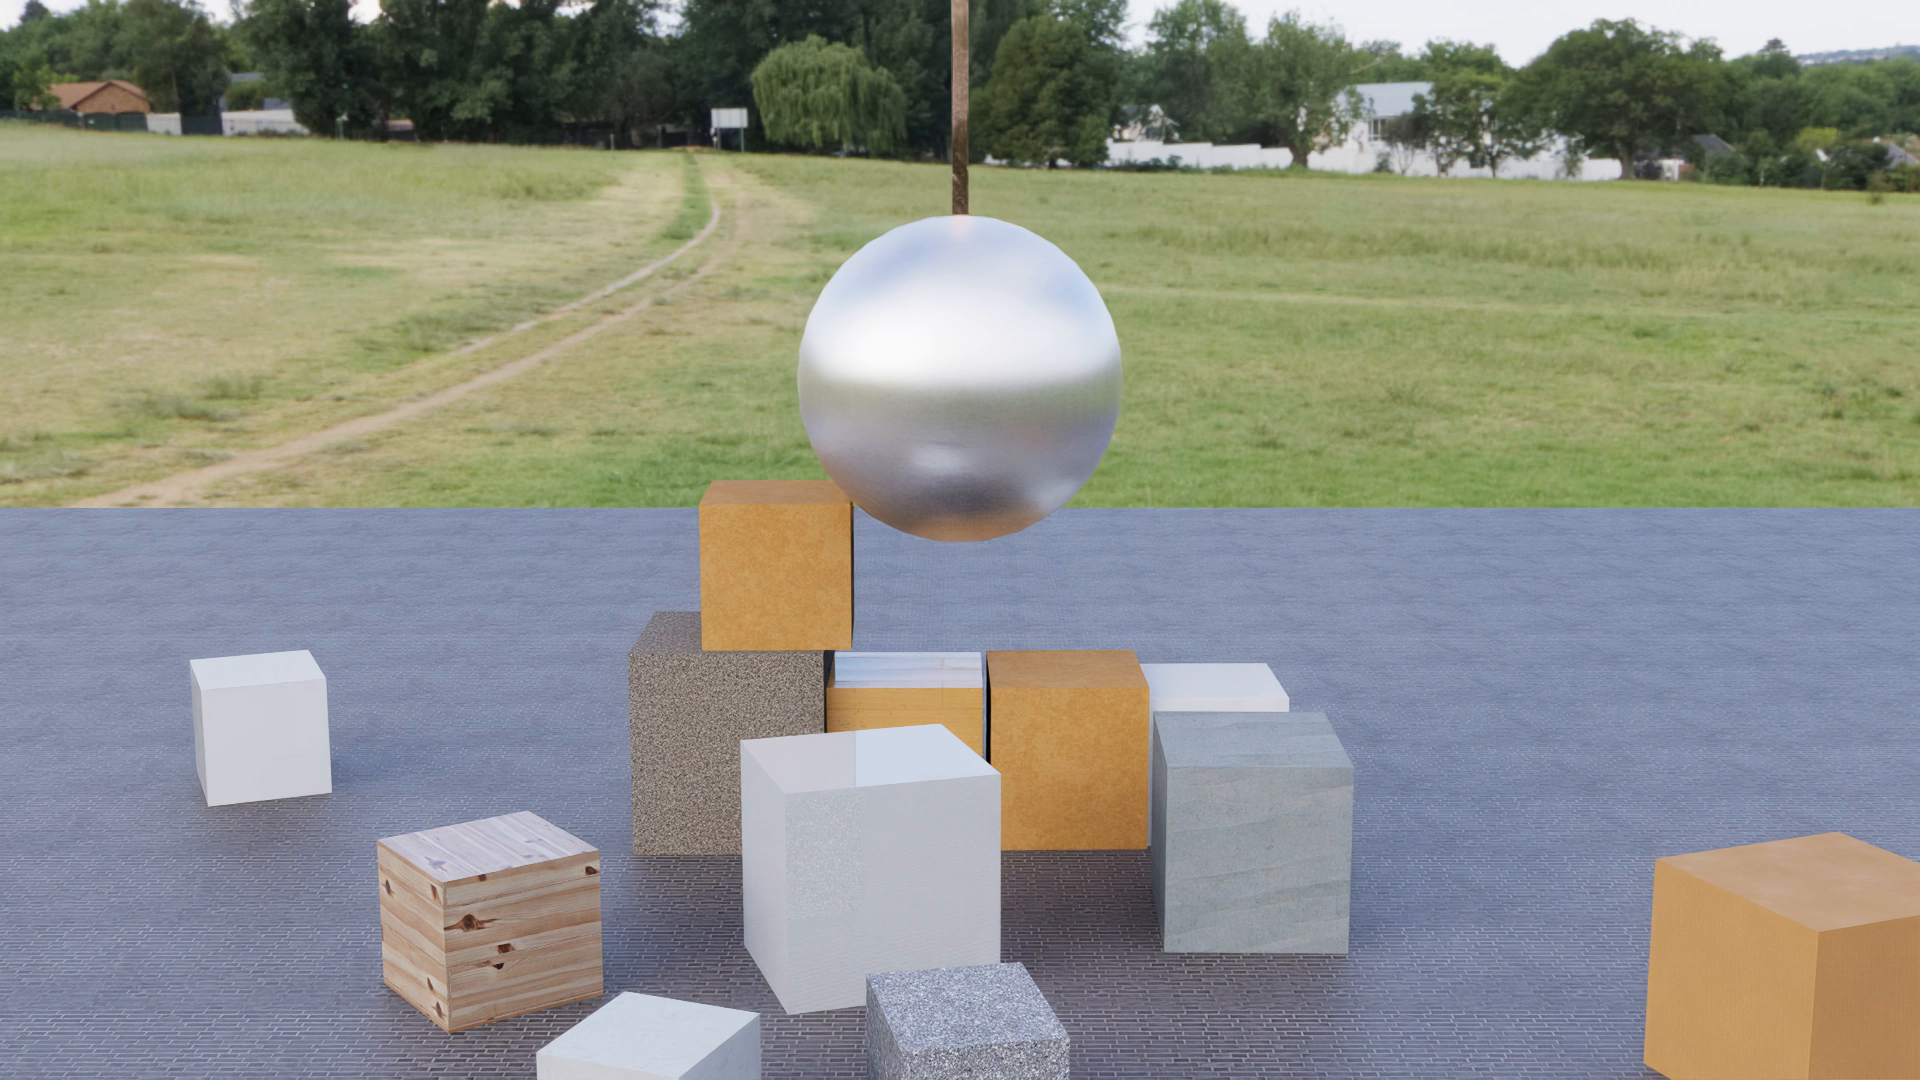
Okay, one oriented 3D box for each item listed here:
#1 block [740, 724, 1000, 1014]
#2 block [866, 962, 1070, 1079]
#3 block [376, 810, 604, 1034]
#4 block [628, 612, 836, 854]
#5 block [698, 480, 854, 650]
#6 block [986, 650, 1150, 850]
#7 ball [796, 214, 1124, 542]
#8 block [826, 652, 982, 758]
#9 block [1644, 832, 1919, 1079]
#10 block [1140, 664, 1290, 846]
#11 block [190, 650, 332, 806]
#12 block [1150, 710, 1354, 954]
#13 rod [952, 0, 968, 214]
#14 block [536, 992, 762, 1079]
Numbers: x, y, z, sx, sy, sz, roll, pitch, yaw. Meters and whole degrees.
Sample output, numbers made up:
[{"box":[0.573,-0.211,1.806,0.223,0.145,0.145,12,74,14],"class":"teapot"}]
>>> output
[{"box":[-0.393,1.376,9.389,0.912,0.934,0.834,-3,11,-18],"class":"block"},{"box":[0.015,1.881,7.649,0.571,0.562,0.697,-2,11,-12],"class":"block"},{"box":[-1.958,1.571,9.164,0.685,0.629,0.670,-8,13,-36],"class":"block"},{"box":[-1.148,0.974,11.347,0.956,1.024,1.000,0,10,0],"class":"block"},{"box":[-0.914,0.116,11.168,0.736,0.730,0.779,0,10,-2],"class":"block"},{"box":[0.539,1.069,11.359,0.784,0.832,0.834,0,10,-1],"class":"block"},{"box":[0.000,-0.787,10.784,1.600,1.600,1.600,0,10,0],"class":"ball"},{"box":[-0.277,1.070,11.383,0.776,0.822,0.769,0,10,0],"class":"block"},{"box":[3.203,1.652,8.180,0.885,0.822,0.848,-4,11,-22],"class":"block"},{"box":[1.283,1.099,11.385,0.704,0.765,0.742,0,10,-1],"class":"block"},{"box":[-3.866,1.024,12.142,0.642,0.641,0.741,-4,11,-23],"class":"block"},{"box":[1.306,1.309,10.011,0.803,0.843,0.938,0,10,1],"class":"block"},{"box":[0.000,-4.155,10.315,0.080,5.200,0.080,0,8,0],"class":"rod"},{"box":[-1.056,1.928,7.550,0.540,0.504,0.577,4,11,22],"class":"block"}]
